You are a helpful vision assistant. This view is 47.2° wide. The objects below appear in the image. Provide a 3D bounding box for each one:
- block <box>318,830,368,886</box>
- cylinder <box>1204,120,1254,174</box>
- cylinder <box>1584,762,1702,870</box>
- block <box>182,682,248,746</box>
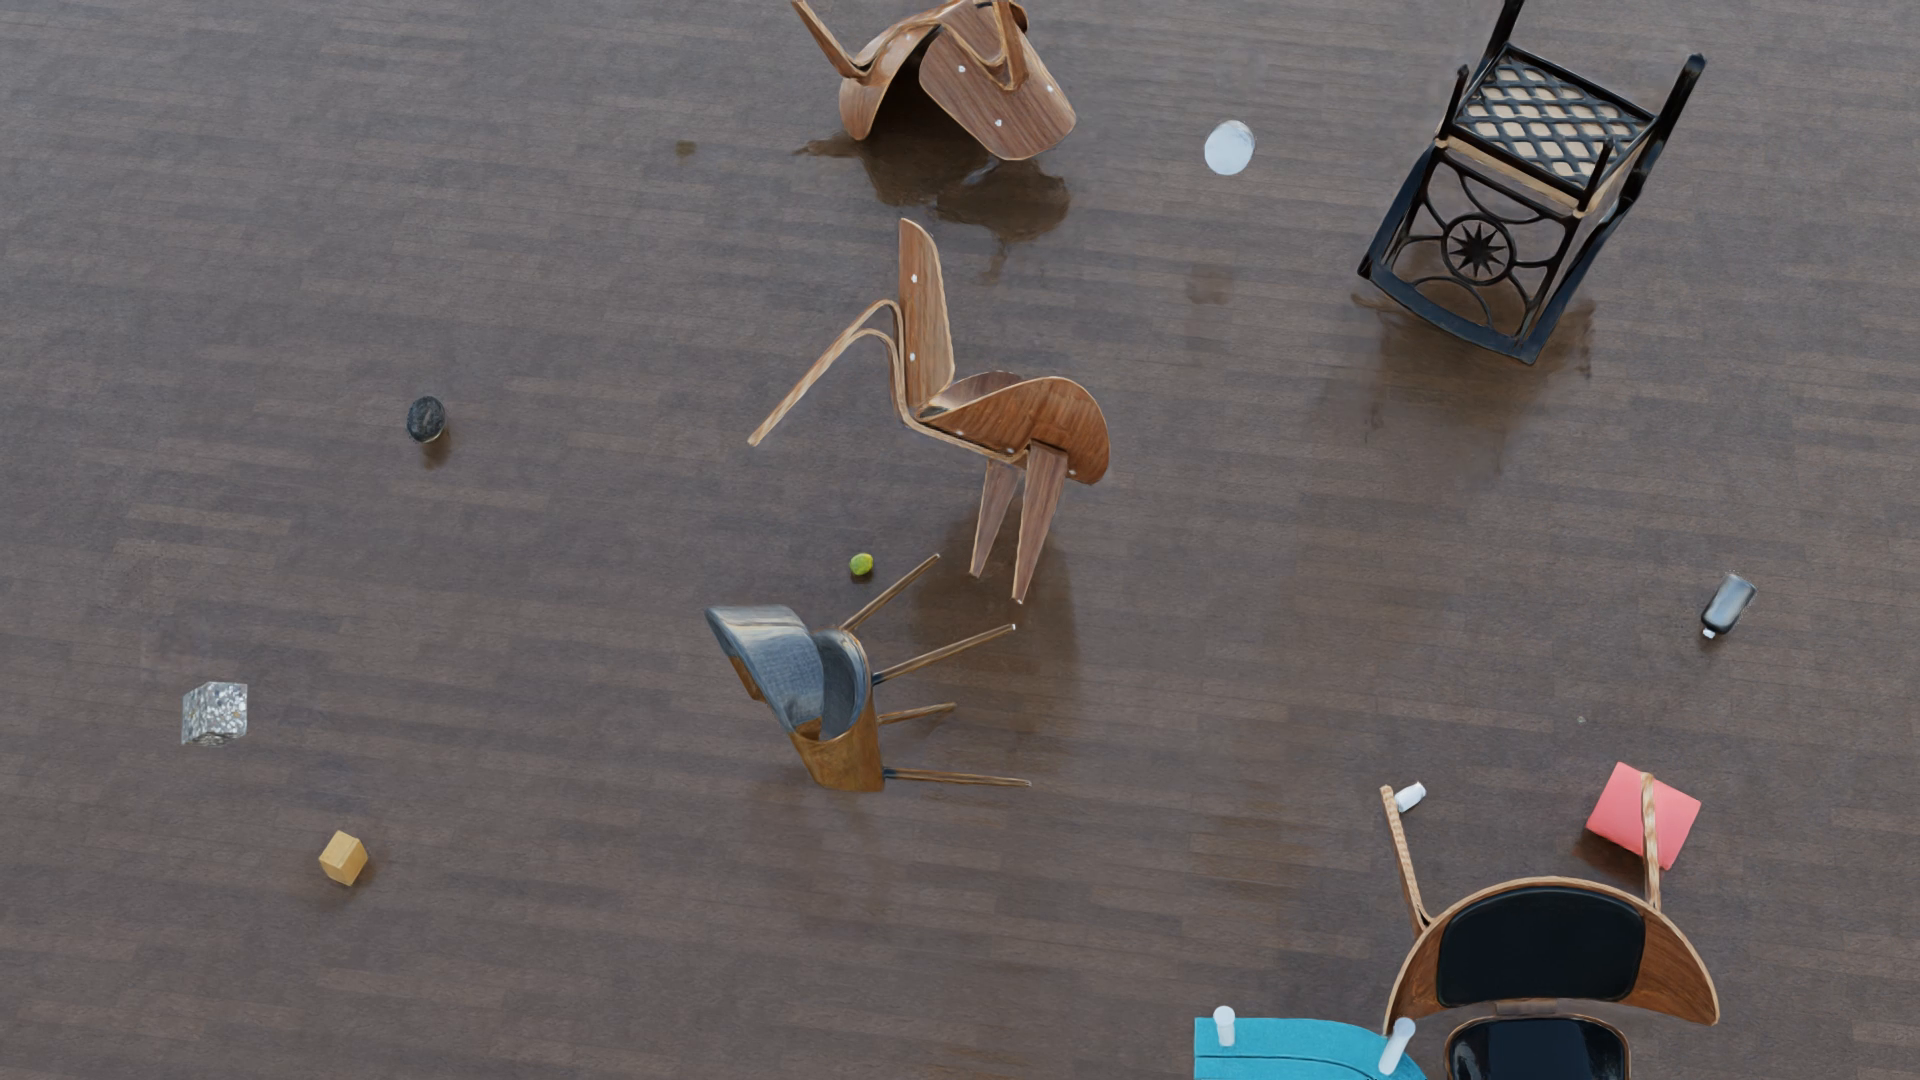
[{"bbox_3d":[-1.662,0.859,5.931,0.069,0.111,0.094,21,59,13],"label":"block"},{"bbox_3d":[0.864,-1.257,7.043,0.150,0.155,0.175,25,19,2],"label":"cylinder"},{"bbox_3d":[1.861,0.749,5.990,0.241,0.129,0.252,27,49,17],"label":"cylinder"},{"bbox_3d":[-1.923,0.450,5.670,0.099,0.209,0.127,7,73,-35],"label":"block"}]
